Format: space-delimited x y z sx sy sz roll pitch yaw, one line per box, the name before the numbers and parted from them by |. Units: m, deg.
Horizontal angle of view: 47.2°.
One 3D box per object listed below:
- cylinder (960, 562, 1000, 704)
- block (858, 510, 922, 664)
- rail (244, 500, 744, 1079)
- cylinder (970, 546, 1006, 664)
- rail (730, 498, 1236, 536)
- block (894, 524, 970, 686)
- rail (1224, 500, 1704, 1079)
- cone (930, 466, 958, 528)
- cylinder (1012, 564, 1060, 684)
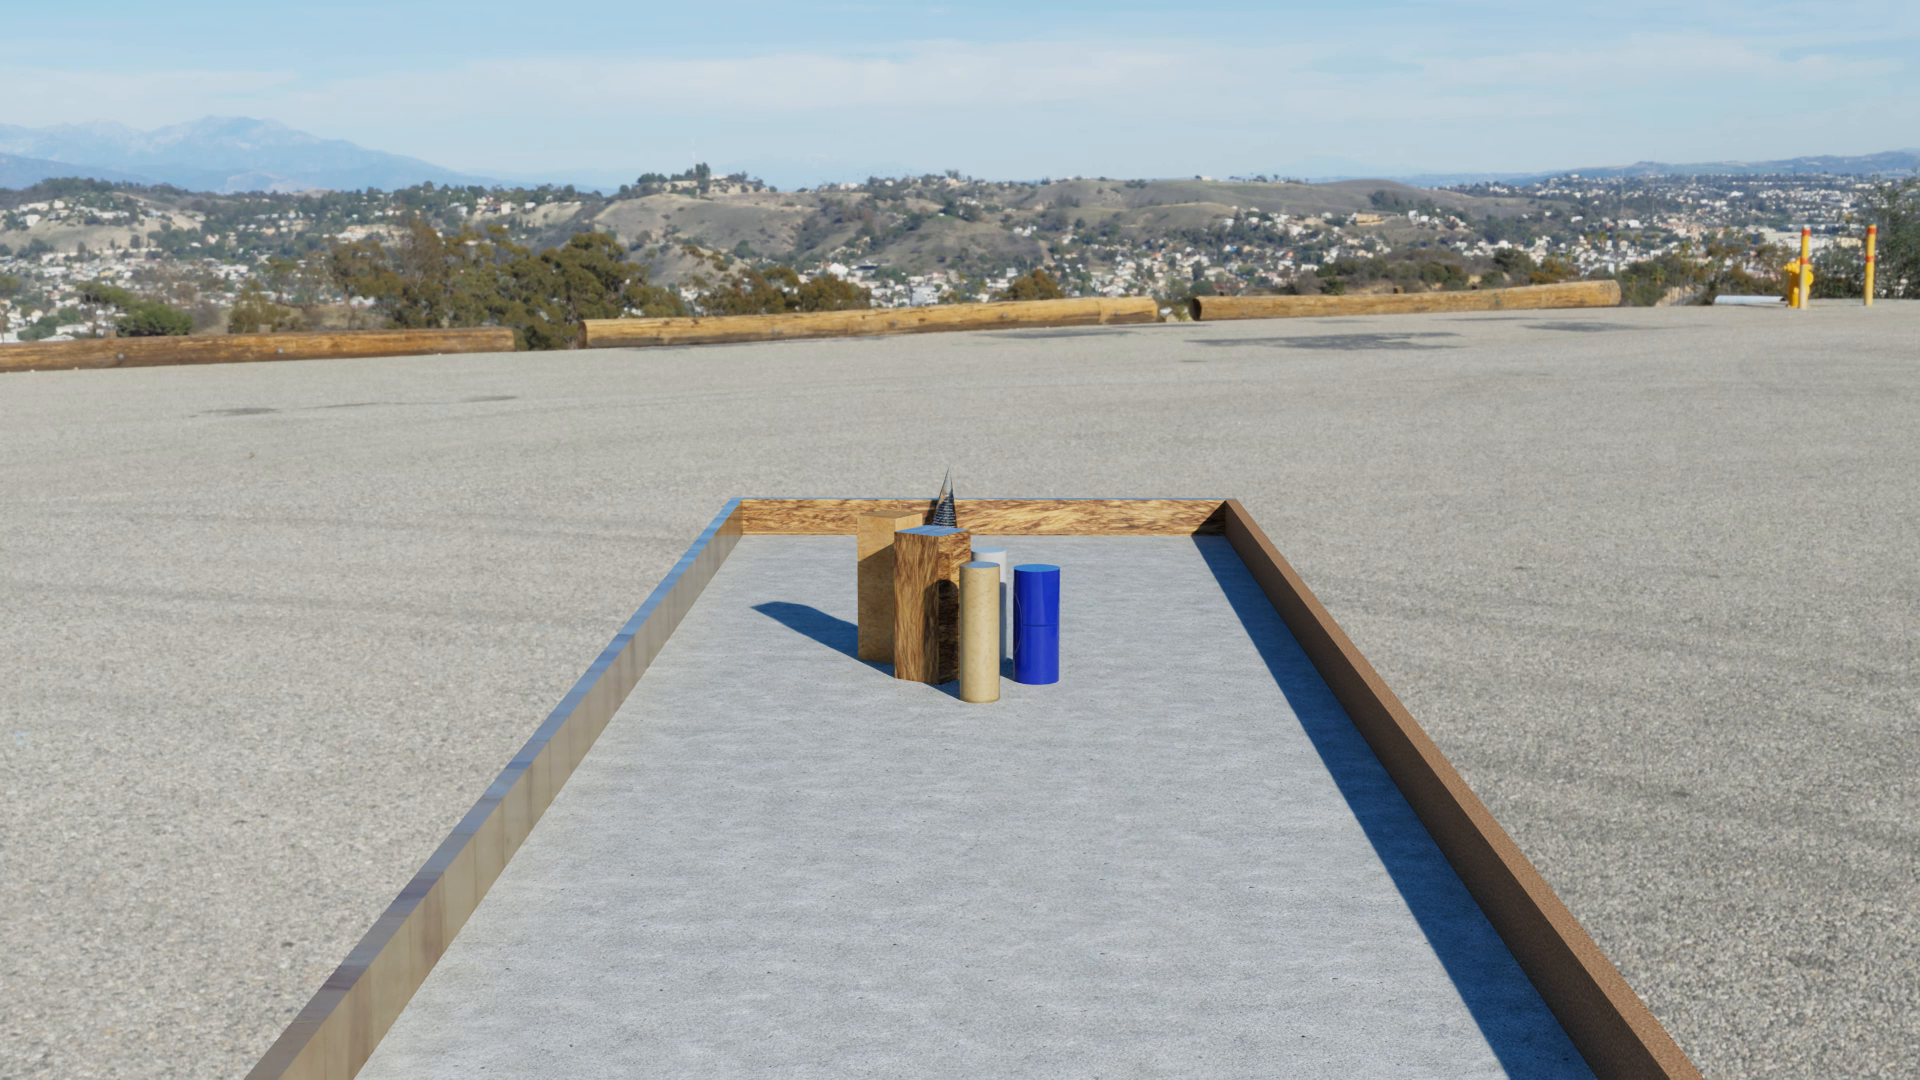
cylinder | 0.055 0.258 6.160 0.115 0.382 0.115 0 9 0
block | -0.213 0.141 6.700 0.141 0.444 0.141 6 11 32
rail | -1.004 0.839 3.234 0.050 0.150 12.000 0 9 1
cylinder | 0.087 0.199 6.661 0.110 0.342 0.110 0 9 0
rail | 0.099 -0.098 9.147 2.100 0.150 0.050 0 9 1
block | -0.080 0.188 6.434 0.160 0.435 0.160 6 11 35
rail | 1.046 0.843 3.208 0.050 0.150 12.000 0 9 1
cone | -0.057 -0.164 9.043 0.134 0.302 0.134 5 10 -1
cylinder | 0.222 0.245 6.406 0.137 0.332 0.137 0 9 0
